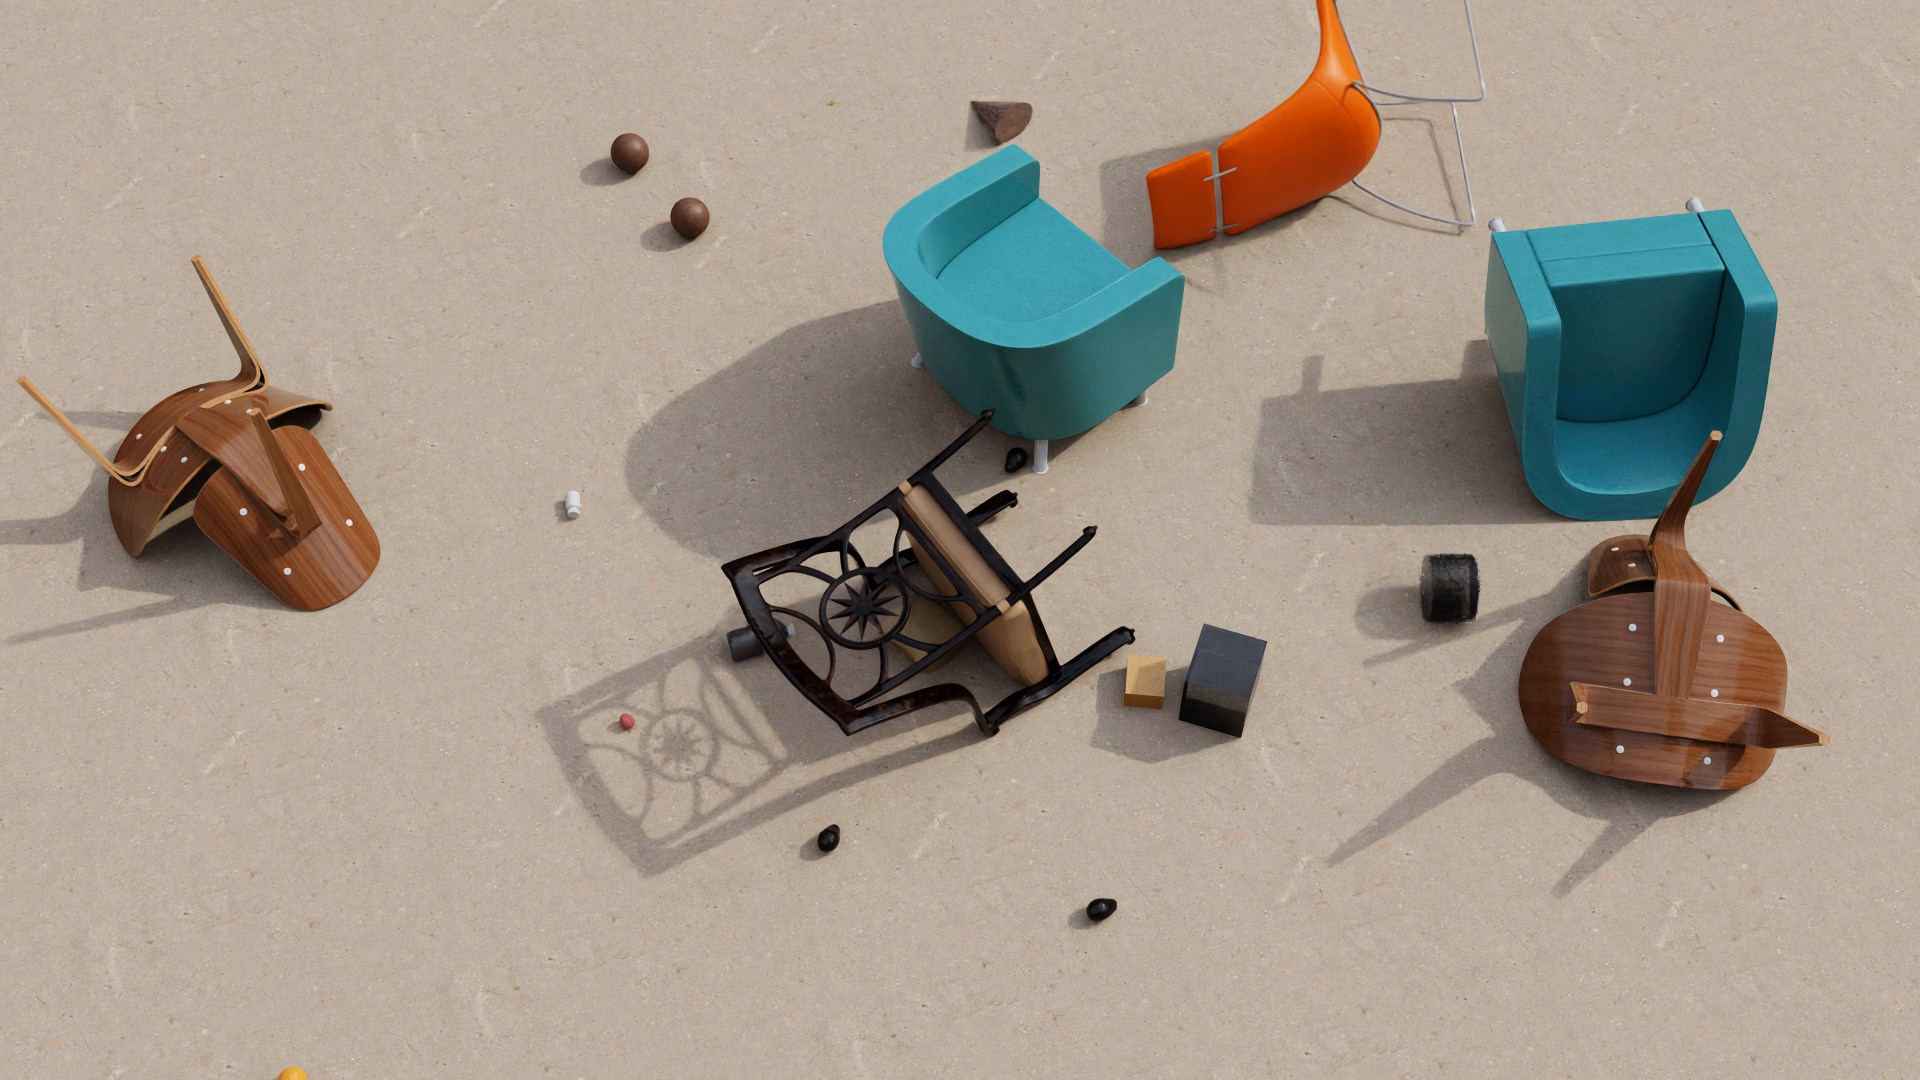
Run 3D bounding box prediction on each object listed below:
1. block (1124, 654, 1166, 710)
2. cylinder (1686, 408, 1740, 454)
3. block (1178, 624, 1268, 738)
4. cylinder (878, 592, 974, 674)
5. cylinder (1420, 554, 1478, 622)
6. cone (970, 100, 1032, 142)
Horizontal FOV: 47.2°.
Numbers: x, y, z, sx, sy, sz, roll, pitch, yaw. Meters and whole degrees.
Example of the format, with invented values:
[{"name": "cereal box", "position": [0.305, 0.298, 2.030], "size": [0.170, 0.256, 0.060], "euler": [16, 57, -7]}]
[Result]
[{"name": "block", "position": [0.527, 0.404, 6.260], "size": [0.109, 0.071, 0.129], "euler": [5, 56, 3]}, {"name": "cylinder", "position": [2.313, -0.334, 6.753], "size": [0.149, 0.075, 0.126], "euler": [-6, 56, -4]}, {"name": "block", "position": [0.737, 0.396, 6.176], "size": [0.183, 0.219, 0.197], "euler": [16, 58, 10]}, {"name": "cylinder", "position": [-0.098, 0.265, 6.330], "size": [0.194, 0.107, 0.193], "euler": [-35, 62, -31]}, {"name": "cylinder", "position": [1.418, 0.138, 6.375], "size": [0.131, 0.170, 0.194], "euler": [0, 92, 0]}, {"name": "cone", "position": [0.108, -1.467, 7.523], "size": [0.176, 0.119, 0.224], "euler": [-39, 49, -22]}]
